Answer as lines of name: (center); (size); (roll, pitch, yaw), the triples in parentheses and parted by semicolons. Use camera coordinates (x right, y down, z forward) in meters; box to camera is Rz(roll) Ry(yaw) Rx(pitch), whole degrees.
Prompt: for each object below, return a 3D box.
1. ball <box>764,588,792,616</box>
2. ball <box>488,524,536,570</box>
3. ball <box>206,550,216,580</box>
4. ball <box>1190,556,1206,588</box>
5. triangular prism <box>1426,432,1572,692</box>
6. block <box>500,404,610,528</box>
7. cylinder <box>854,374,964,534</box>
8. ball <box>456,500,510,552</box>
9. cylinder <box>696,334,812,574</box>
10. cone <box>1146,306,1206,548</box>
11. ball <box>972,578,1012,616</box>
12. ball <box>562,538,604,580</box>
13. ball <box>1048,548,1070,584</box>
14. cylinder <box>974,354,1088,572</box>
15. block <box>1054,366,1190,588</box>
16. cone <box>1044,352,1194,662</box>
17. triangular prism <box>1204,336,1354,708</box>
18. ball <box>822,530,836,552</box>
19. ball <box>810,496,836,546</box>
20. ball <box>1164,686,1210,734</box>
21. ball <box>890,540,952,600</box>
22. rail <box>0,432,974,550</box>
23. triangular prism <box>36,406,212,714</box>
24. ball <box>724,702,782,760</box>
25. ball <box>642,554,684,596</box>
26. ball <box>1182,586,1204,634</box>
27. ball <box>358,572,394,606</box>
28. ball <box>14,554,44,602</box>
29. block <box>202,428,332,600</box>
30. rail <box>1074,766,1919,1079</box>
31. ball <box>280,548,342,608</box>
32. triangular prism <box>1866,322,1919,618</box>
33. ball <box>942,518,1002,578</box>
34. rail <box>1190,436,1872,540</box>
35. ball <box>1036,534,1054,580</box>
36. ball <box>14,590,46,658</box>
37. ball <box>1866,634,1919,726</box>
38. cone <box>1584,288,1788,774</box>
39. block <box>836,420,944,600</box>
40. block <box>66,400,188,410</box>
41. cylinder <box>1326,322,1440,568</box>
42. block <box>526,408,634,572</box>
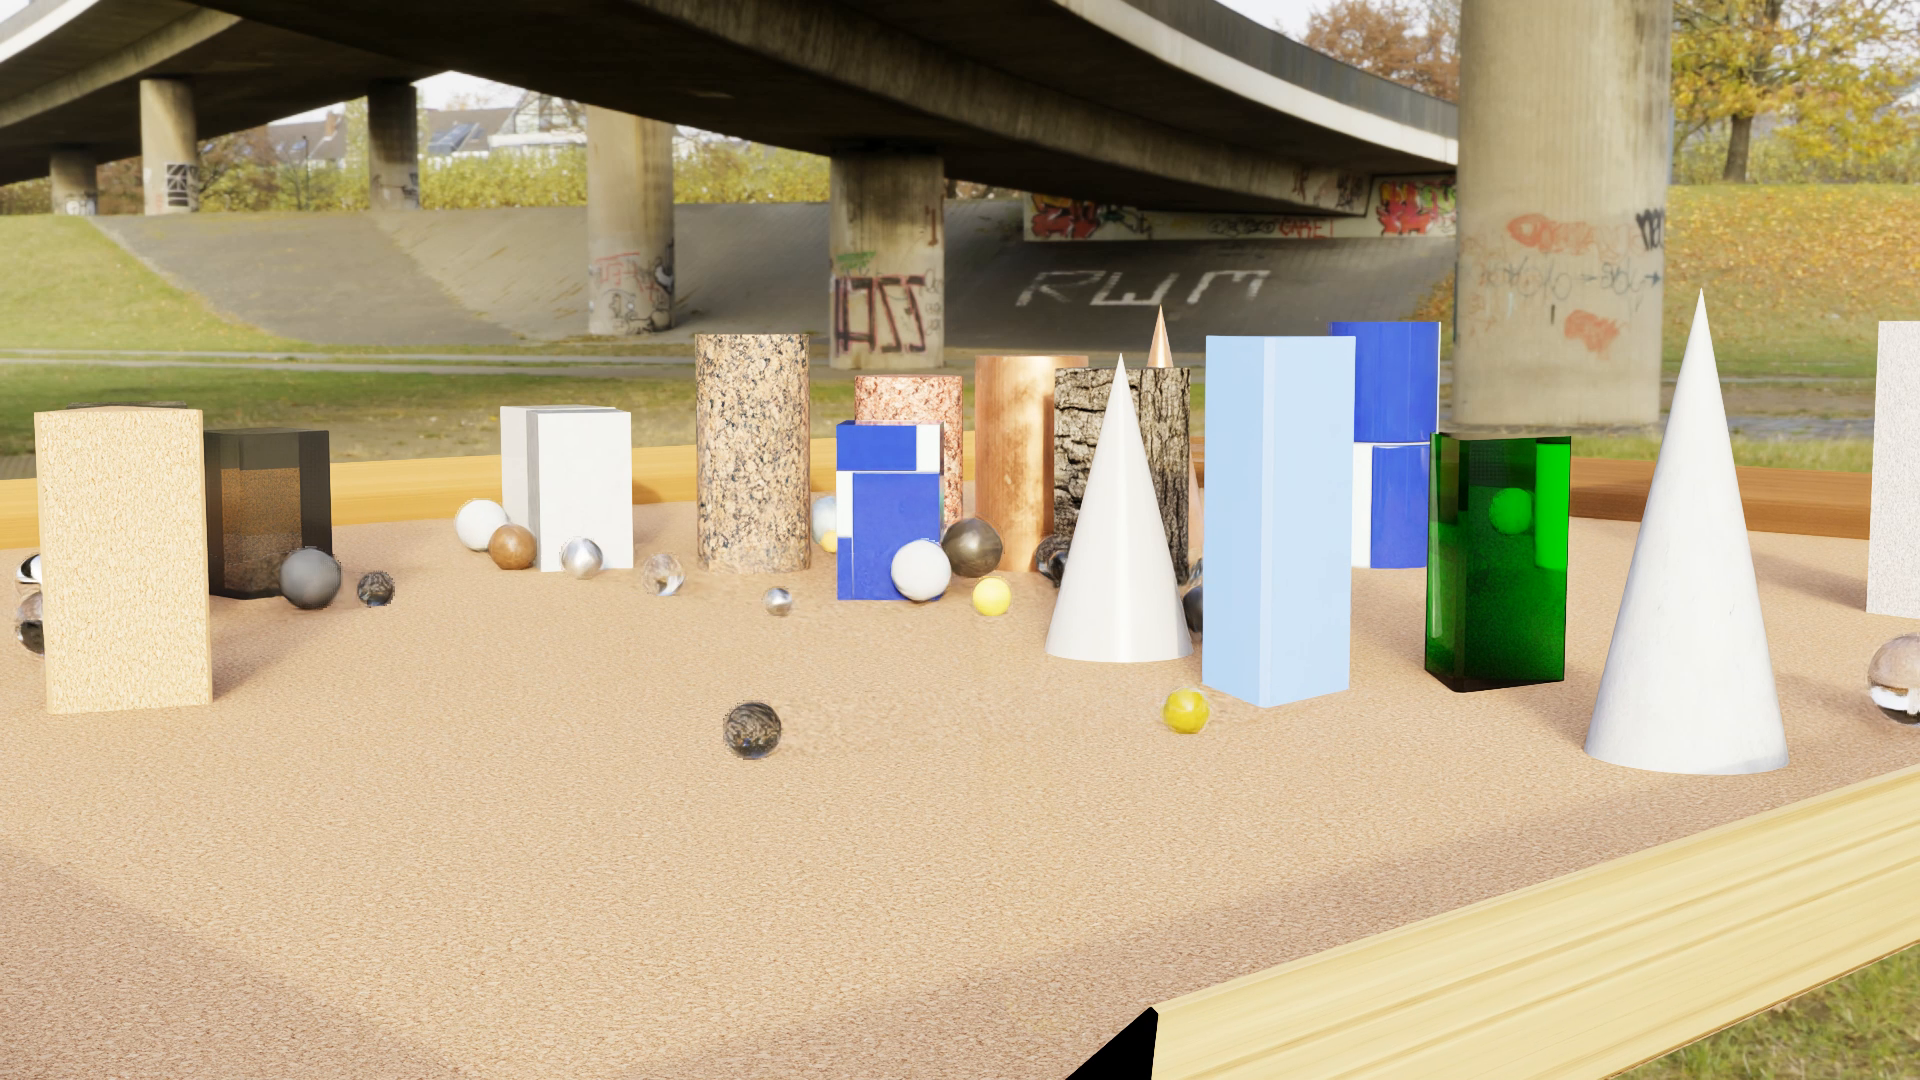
ball: (-0.265, 0.091, 3.204); (0.042, 0.042, 0.042); (0, 6, 0)
ball: (-0.770, 0.012, 3.776); (0.081, 0.081, 0.081); (0, 6, 0)
ball: (-1.238, 0.042, 3.558); (0.065, 0.065, 0.065); (0, 6, 0)
ball: (0.388, 0.058, 3.389); (0.069, 0.069, 0.069); (0, 6, 0)
triangular prism: (0.618, 0.020, 2.658); (0.170, 0.295, 0.147); (-3, 7, -30)
block: (-0.748, -0.115, 4.101); (0.157, 0.265, 0.157); (-4, 7, -36)
cylinder: (-0.093, -0.135, 3.998); (0.197, 0.326, 0.197); (0, 6, 0)
ball: (-0.880, -0.026, 4.054); (0.097, 0.097, 0.097); (0, 6, 0)
cylinder: (-0.356, -0.153, 3.794); (0.197, 0.403, 0.197); (0, 6, 0)
cone: (0.379, -0.219, 4.179); (0.197, 0.456, 0.197); (0, 6, 0)
ball: (0.047, 0.083, 3.209); (0.056, 0.056, 0.056); (0, 6, 0)
ball: (-0.625, 0.031, 3.641); (0.069, 0.069, 0.069); (0, 6, 0)
ball: (0.168, 0.043, 3.493); (0.057, 0.057, 0.057); (0, 6, 0)
cylinder: (0.124, -0.137, 3.829); (0.197, 0.366, 0.197); (0, 6, 0)
block: (0.261, -0.101, 3.543); (0.157, 0.352, 0.157); (4, 7, 36)
cone: (0.208, -0.049, 2.868); (0.197, 0.390, 0.197); (0, 6, 0)
triangular prism: (0.346, -0.030, 2.564); (0.147, 0.414, 0.170); (6, 8, 43)
ball: (-0.235, 0.003, 4.044); (0.041, 0.041, 0.041); (0, 6, 0)
ball: (-0.245, -0.034, 4.143); (0.095, 0.095, 0.095); (0, 6, 0)
ball: (0.239, 0.180, 2.315); (0.050, 0.050, 0.050); (0, 6, 0)
ball: (-0.059, 0.046, 3.329); (0.091, 0.091, 0.091); (0, 6, 0)
rail: (-1.191, -0.101, 4.615); (3.881, 0.128, 0.045); (-5, 8, -42)
triangular prism: (-0.958, 0.016, 2.516); (0.170, 0.333, 0.147); (-3, 6, -23)
ball: (-0.206, 0.189, 2.188); (0.057, 0.057, 0.057); (0, 6, 0)
ball: (-0.463, 0.055, 3.430); (0.066, 0.066, 0.066); (0, 6, 0)
ball: (0.324, 0.092, 2.918); (0.064, 0.064, 0.064); (0, 6, 0)
ball: (-0.880, 0.075, 3.309); (0.052, 0.052, 0.052); (0, 6, 0)
ball: (-1.358, 0.062, 3.267); (0.086, 0.086, 0.086); (0, 6, 0)
block: (-1.108, -0.046, 3.482); (0.157, 0.255, 0.157); (5, 8, 42)
rail: (1.191, 0.167, 2.048); (3.881, 0.128, 0.045); (-5, 8, -42)
ball: (-0.970, 0.058, 3.286); (0.090, 0.090, 0.090); (0, 6, 0)
triangular prism: (1.449, -0.103, 3.202); (0.147, 0.428, 0.170); (-4, 7, -33)
ball: (0.019, 0.013, 3.432); (0.096, 0.096, 0.096); (0, 6, 0)
rail: (1.409, -0.102, 4.625); (0.045, 0.128, 3.559); (-5, 8, -42)
ball: (0.163, 0.029, 3.625); (0.078, 0.078, 0.078); (0, 6, 0)
ball: (-1.166, 0.107, 2.826); (0.089, 0.089, 0.089); (0, 6, 0)
ball: (1.027, 0.151, 2.361); (0.098, 0.098, 0.098); (0, 6, 0)
cone: (0.730, -0.017, 2.188); (0.197, 0.467, 0.197); (0, 6, 0)
block: (-0.107, -0.049, 3.446); (0.157, 0.270, 0.157); (0, 6, 3)
block: (-1.184, -0.038, 3.141); (0.157, 0.312, 0.157); (-2, 6, -21)
cylinder: (0.741, -0.171, 3.873); (0.197, 0.424, 0.197); (0, 6, 0)
block: (-0.665, -0.090, 3.840); (0.157, 0.269, 0.157); (-2, 6, -19)
